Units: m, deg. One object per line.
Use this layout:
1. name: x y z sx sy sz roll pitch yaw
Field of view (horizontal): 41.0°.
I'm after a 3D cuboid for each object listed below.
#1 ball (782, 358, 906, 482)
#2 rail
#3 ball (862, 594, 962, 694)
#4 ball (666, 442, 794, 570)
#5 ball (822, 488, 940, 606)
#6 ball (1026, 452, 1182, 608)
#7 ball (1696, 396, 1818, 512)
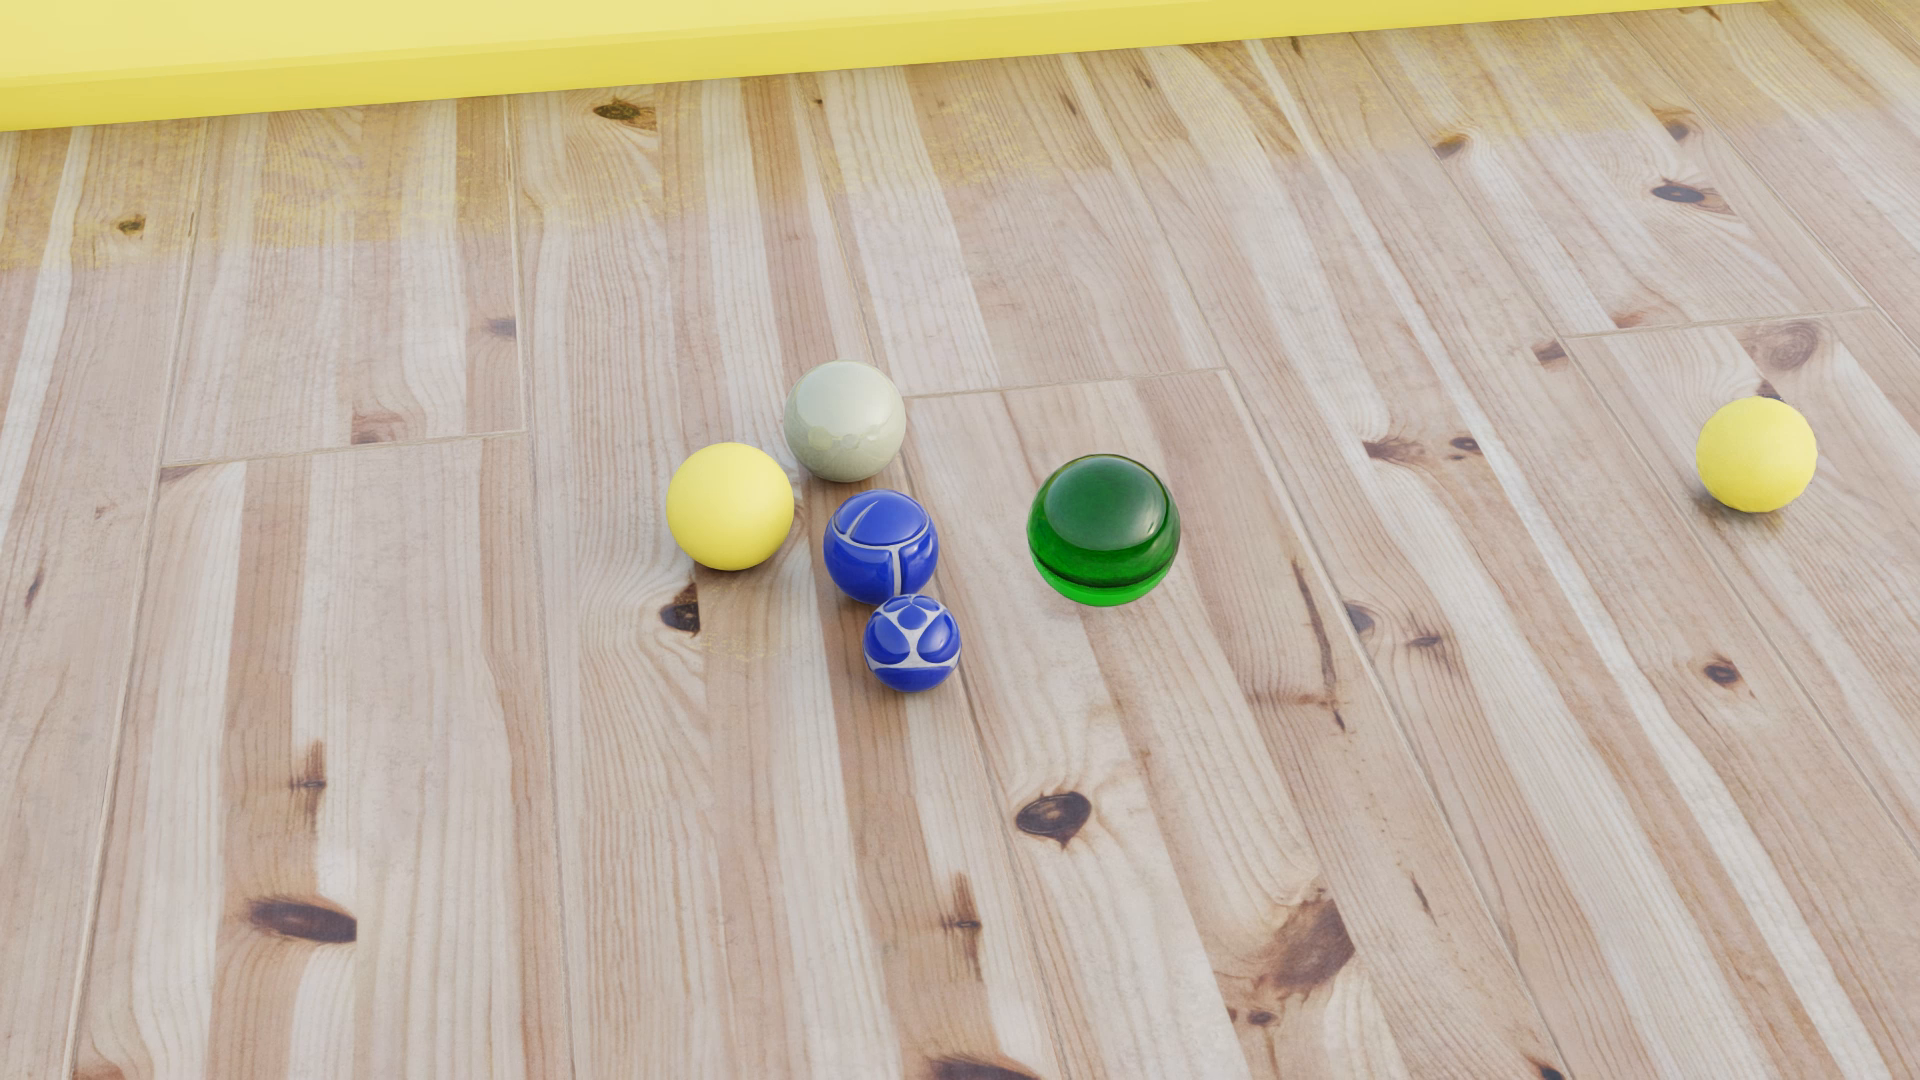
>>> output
1. ball: -0.077 -0.080 1.720 0.083 0.083 0.083 0 36 0
2. rail: 0.609 -0.524 2.296 2.980 0.126 0.045 -6 36 -8
3. ball: -0.029 0.062 1.543 0.060 0.060 0.060 0 36 0
4. ball: -0.147 -0.021 1.639 0.082 0.082 0.082 0 36 0
5. ball: -0.050 0.005 1.611 0.074 0.074 0.074 0 36 0
6. ball: 0.090 -0.006 1.606 0.097 0.097 0.097 0 36 0
7. ball: 0.525 -0.056 1.692 0.077 0.077 0.077 0 36 0
